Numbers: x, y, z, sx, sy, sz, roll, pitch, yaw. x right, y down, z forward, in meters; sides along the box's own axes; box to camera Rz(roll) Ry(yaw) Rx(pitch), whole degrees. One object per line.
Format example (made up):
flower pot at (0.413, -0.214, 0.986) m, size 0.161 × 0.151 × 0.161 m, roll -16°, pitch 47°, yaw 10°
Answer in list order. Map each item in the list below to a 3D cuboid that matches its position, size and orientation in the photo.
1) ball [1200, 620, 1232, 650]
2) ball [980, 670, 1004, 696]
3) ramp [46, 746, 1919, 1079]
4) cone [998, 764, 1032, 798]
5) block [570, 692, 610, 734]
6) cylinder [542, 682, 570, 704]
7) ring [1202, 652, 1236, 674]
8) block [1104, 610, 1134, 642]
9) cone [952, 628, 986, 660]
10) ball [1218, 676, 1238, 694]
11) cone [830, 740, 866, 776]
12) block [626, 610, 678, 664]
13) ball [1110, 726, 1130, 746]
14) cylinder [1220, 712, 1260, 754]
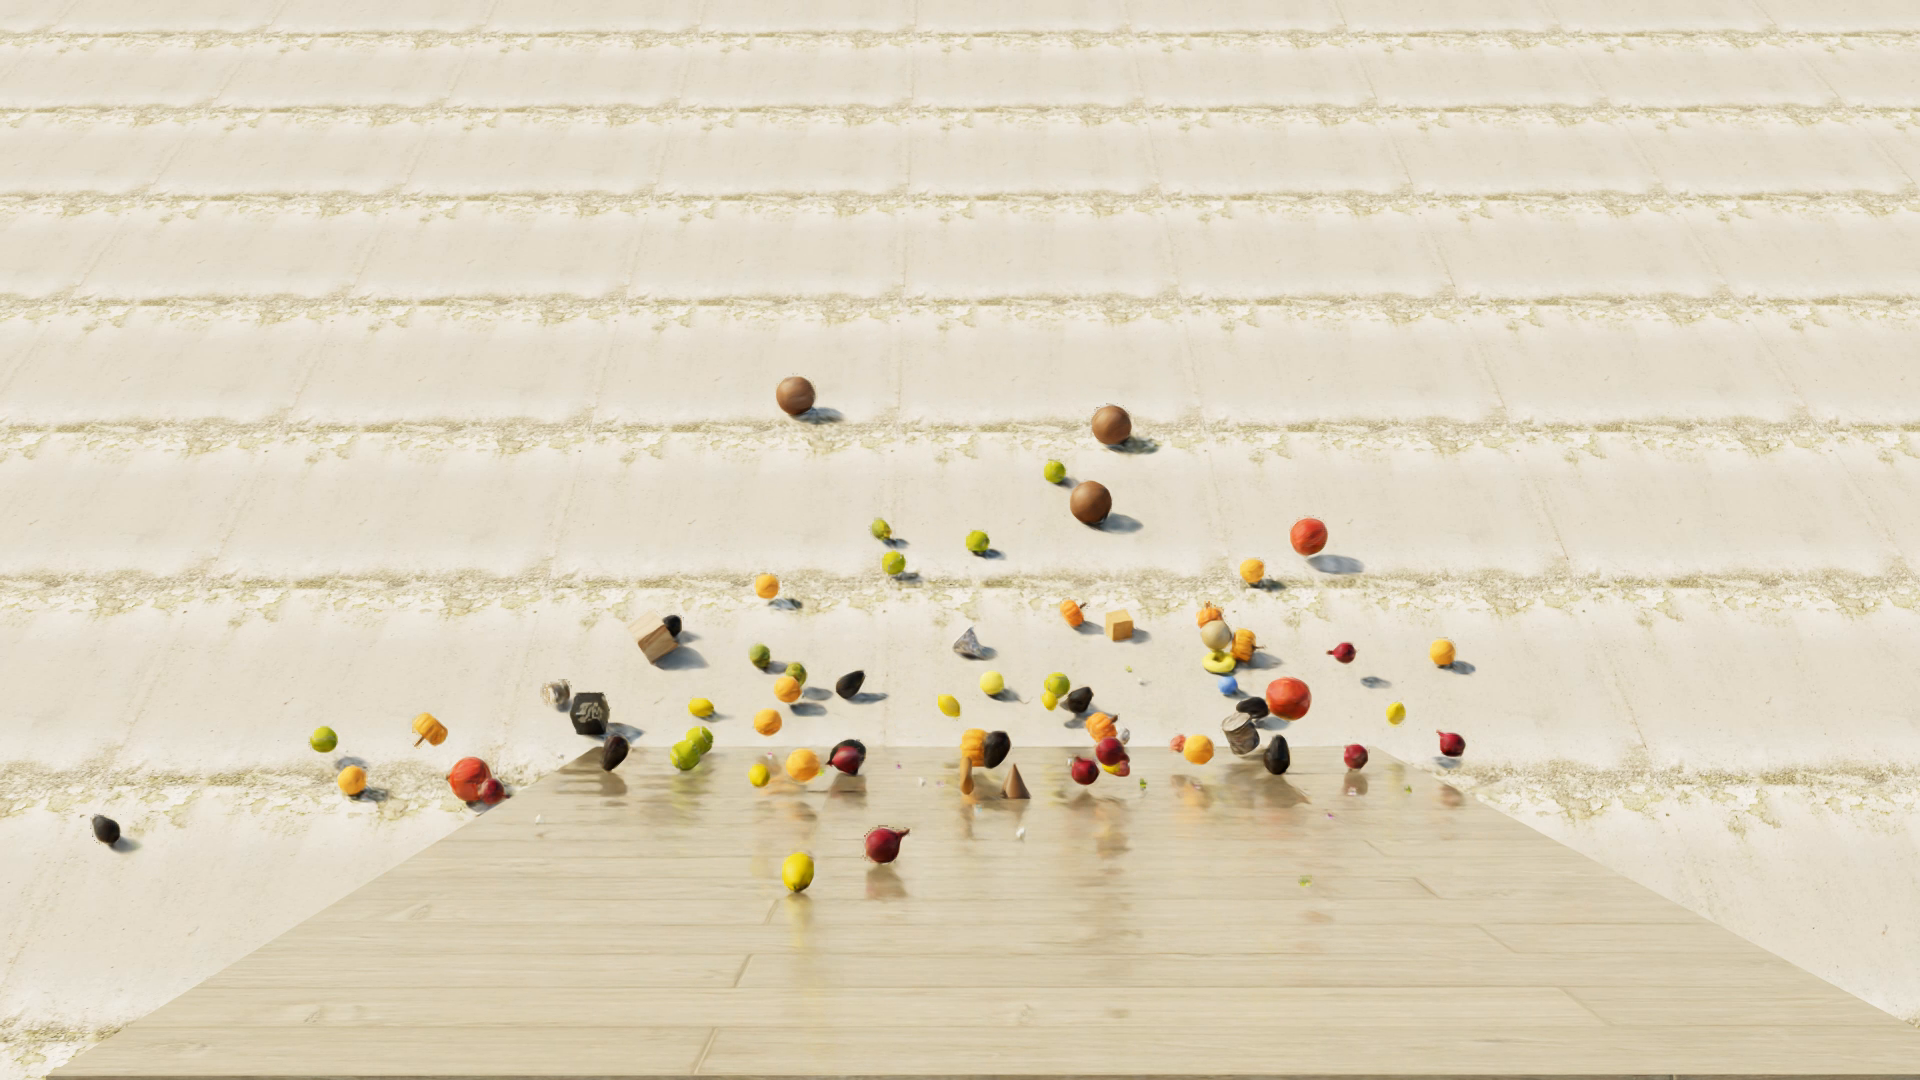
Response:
ball at (0.707, 0.263, 7.141) m, size 0.085 × 0.085 × 0.085 m, roll 0°, pitch 29°, yaw 0°
ball at (0.086, 0.387, 7.002) m, size 0.067 × 0.067 × 0.067 m, roll 0°, pitch 29°, yaw 0°
ramp at (0.066, 0.588, 4.639) m, size 2.000 × 0.100 × 4.000 m, roll 0°, pitch 0°, yaw 0°
cone at (0.113, 0.499, 5.382) m, size 0.072 × 0.072 × 0.072 m, roll 0°, pitch 0°, yaw 0°
block at (-0.977, 0.458, 6.836) m, size 0.077 × 0.077 × 0.077 m, roll -1°, pitch 44°, yaw 11°
cylinder at (-1.085, 0.410, 6.953) m, size 0.053 × 0.053 × 0.053 m, roll 26°, pitch 26°, yaw 38°
ring at (0.714, 0.337, 7.130) m, size 0.091 × 0.030 × 0.091 m, roll 0°, pitch 29°, yaw 0°
block at (0.447, 0.240, 7.272) m, size 0.060 × 0.060 × 0.060 m, roll -9°, pitch 31°, yaw -16°
cone at (0.039, 0.302, 7.181) m, size 0.088 × 0.088 × 0.088 m, roll 41°, pitch 42°, yaw 12°
ball at (0.725, 0.393, 7.007) m, size 0.052 × 0.052 × 0.052 m, roll 0°, pitch 29°, yaw 0°
cone at (-0.247, 0.514, 5.902) m, size 0.085 × 0.085 × 0.085 m, roll -6°, pitch 28°, yaw -10°
block at (-0.853, 0.268, 7.160) m, size 0.090 × 0.090 × 0.090 m, roll -35°, pitch 37°, yaw -9°
ball at (0.413, 0.504, 6.650) m, size 0.052 × 0.052 × 0.052 m, roll 0°, pitch 29°, yaw 0°
cylinder at (0.685, 0.472, 6.310) m, size 0.074 × 0.074 × 0.074 m, roll -23°, pitch 22°, yaw 10°
